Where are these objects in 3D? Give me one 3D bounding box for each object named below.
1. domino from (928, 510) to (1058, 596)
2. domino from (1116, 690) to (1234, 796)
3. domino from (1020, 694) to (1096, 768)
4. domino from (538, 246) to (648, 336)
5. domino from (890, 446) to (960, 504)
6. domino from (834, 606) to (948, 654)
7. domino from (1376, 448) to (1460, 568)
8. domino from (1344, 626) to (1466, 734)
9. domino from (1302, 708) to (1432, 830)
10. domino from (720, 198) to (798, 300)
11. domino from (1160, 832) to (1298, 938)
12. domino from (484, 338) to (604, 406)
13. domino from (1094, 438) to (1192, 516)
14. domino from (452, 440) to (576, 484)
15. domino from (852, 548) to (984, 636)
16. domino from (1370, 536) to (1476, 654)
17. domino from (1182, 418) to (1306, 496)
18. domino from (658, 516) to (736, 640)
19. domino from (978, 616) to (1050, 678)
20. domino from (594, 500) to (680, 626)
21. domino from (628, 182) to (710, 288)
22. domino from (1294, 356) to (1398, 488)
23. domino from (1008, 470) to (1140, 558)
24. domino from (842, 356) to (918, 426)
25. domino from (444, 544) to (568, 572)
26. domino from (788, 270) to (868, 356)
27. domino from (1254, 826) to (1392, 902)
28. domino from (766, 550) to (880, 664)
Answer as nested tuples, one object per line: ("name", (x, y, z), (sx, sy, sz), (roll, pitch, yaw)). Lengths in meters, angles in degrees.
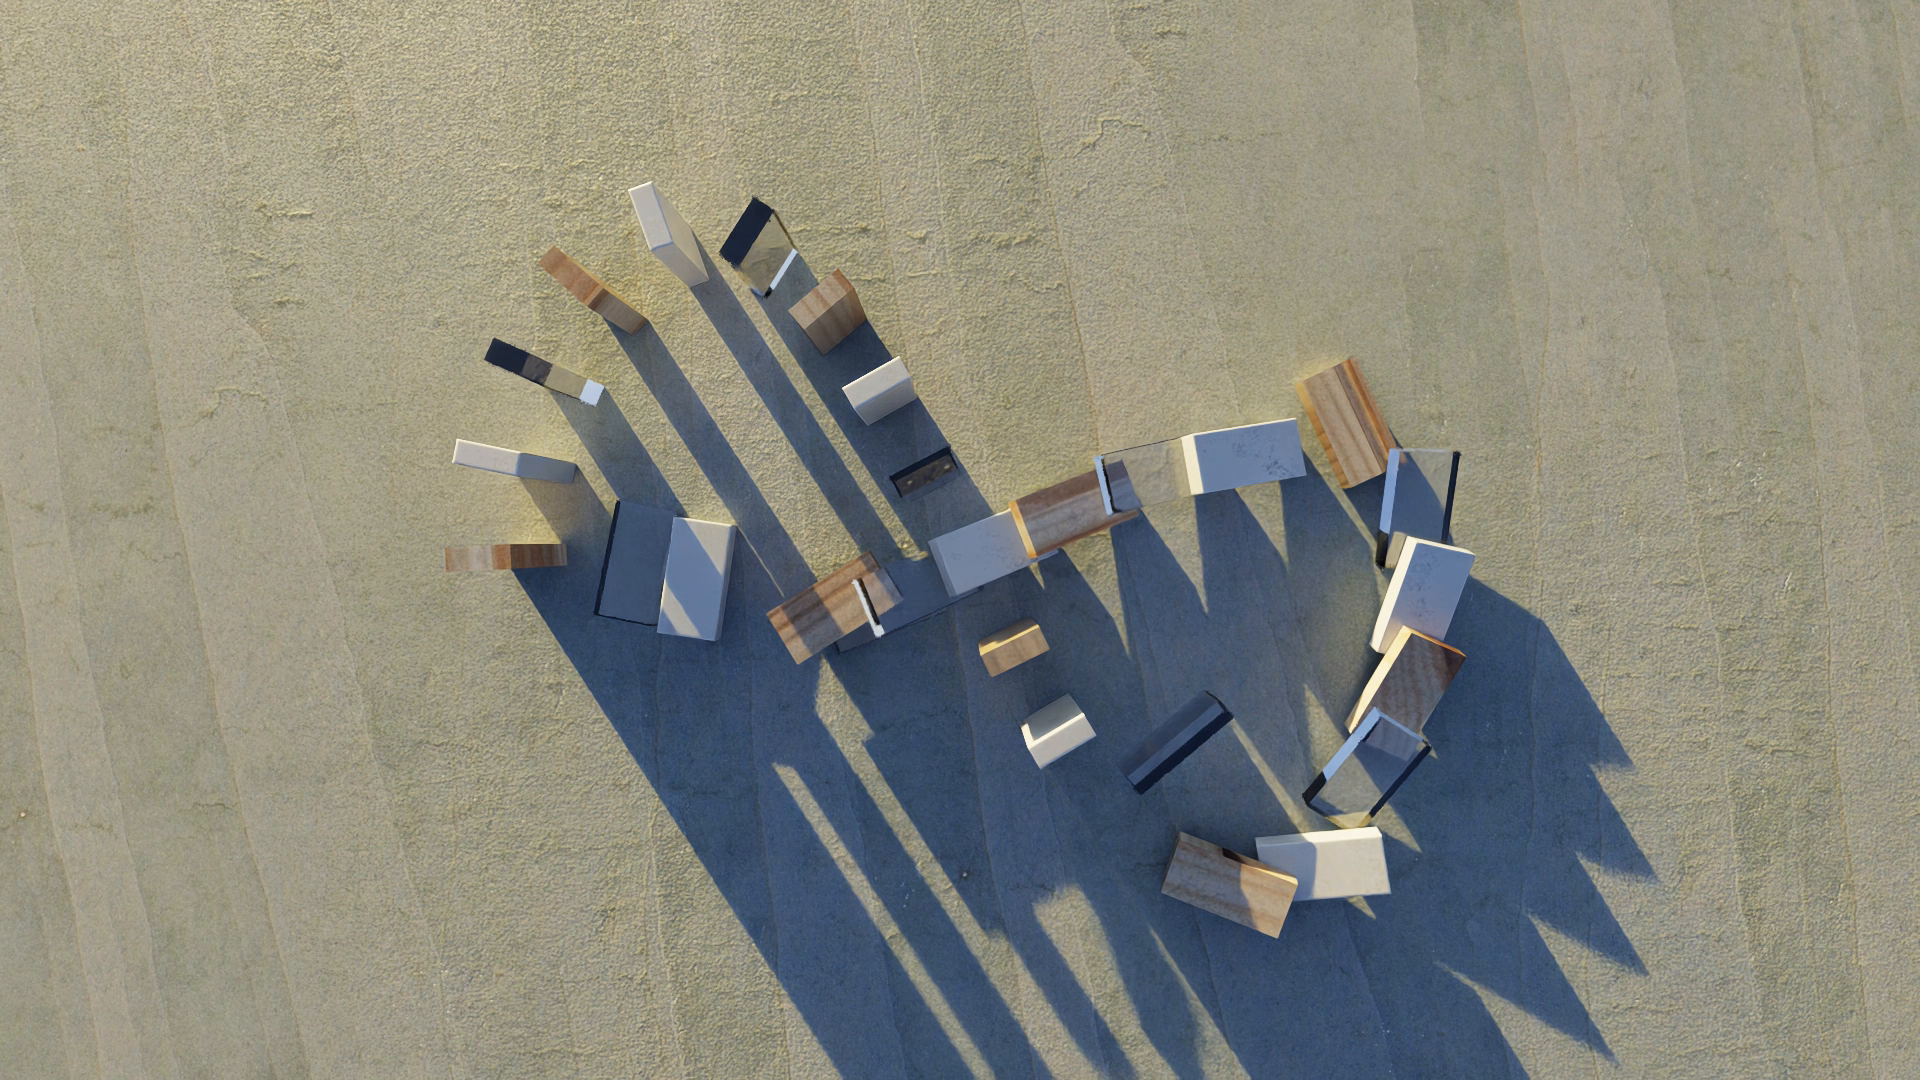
("domino", (0.014, 0.003, 0.386), (0.050, 0.010, 0.025), (-22, 90, -22))
("domino", (0.090, 0.085, 0.388), (0.050, 0.025, 0.009), (-40, 90, 0))
("domino", (0.039, 0.077, 0.375), (0.025, 0.050, 0.009), (-31, 90, 0))
("domino", (-0.149, -0.101, 0.375), (0.025, 0.050, 0.010), (41, 90, 0))
("domino", (-0.014, -0.026, 0.375), (0.025, 0.050, 0.009), (-27, 90, 0))
("domino", (-0.033, 0.028, 0.395), (0.050, 0.010, 0.025), (-22, 90, 0))
("domino", (0.194, -0.013, 0.390), (0.025, 0.009, 0.050), (1, 104, 0))
("domino", (0.188, 0.064, 0.389), (0.025, 0.009, 0.050), (24, 105, 0))
("domino", (0.172, 0.099, 0.389), (0.025, 0.010, 0.050), (32, 105, 0))
("domino", (-0.081, -0.118, 0.375), (0.009, 0.050, 0.025), (32, 90, 0))
("domino", (0.114, 0.146, 0.389), (0.050, 0.010, 0.025), (19, 98, 11))
("domino", (-0.169, -0.068, 0.375), (0.025, 0.050, 0.010), (24, 90, 0))
("domino", (0.084, -0.028, 0.389), (0.050, 0.009, 0.025), (-13, 90, -15))
("domino", (-0.181, -0.031, 0.375), (0.025, 0.050, 0.010), (12, 90, 0))
("domino", (-0.017, 0.019, 0.381), (0.050, 0.009, 0.025), (-23, 91, -29))
("domino", (0.196, 0.026, 0.389), (0.025, 0.009, 0.050), (12, 105, 0))
("domino", (0.121, -0.035, 0.389), (0.050, 0.010, 0.025), (-10, 90, -15))
("domino", (-0.113, 0.017, 0.395), (0.025, 0.010, 0.050), (8, 90, 0))
("domino", (0.021, 0.043, 0.375), (0.025, 0.050, 0.009), (-26, 90, 0))
("domino", (-0.139, 0.010, 0.395), (0.025, 0.010, 0.050), (11, 90, 0))
("domino", (-0.118, -0.124, 0.375), (0.009, 0.050, 0.025), (-20, 90, 0))
("domino", (0.168, -0.050, 0.395), (0.025, 0.010, 0.050), (-25, 90, 0))
("domino", (0.048, -0.013, 0.389), (0.050, 0.009, 0.025), (-21, 90, -16))
("domino", (-0.032, -0.060, 0.375), (0.025, 0.050, 0.010), (-29, 90, 0))
("domino", (-0.184, 0.007, 0.375), (0.025, 0.050, 0.010), (-3, 90, 0))
("domino", (-0.053, -0.092, 0.375), (0.025, 0.050, 0.009), (-40, 90, 0))
("domino", (0.154, 0.138, 0.389), (0.050, 0.009, 0.025), (-10, 92, 13))
("domino", (-0.053, 0.028, 0.386), (0.050, 0.010, 0.025), (-32, 90, 0))
